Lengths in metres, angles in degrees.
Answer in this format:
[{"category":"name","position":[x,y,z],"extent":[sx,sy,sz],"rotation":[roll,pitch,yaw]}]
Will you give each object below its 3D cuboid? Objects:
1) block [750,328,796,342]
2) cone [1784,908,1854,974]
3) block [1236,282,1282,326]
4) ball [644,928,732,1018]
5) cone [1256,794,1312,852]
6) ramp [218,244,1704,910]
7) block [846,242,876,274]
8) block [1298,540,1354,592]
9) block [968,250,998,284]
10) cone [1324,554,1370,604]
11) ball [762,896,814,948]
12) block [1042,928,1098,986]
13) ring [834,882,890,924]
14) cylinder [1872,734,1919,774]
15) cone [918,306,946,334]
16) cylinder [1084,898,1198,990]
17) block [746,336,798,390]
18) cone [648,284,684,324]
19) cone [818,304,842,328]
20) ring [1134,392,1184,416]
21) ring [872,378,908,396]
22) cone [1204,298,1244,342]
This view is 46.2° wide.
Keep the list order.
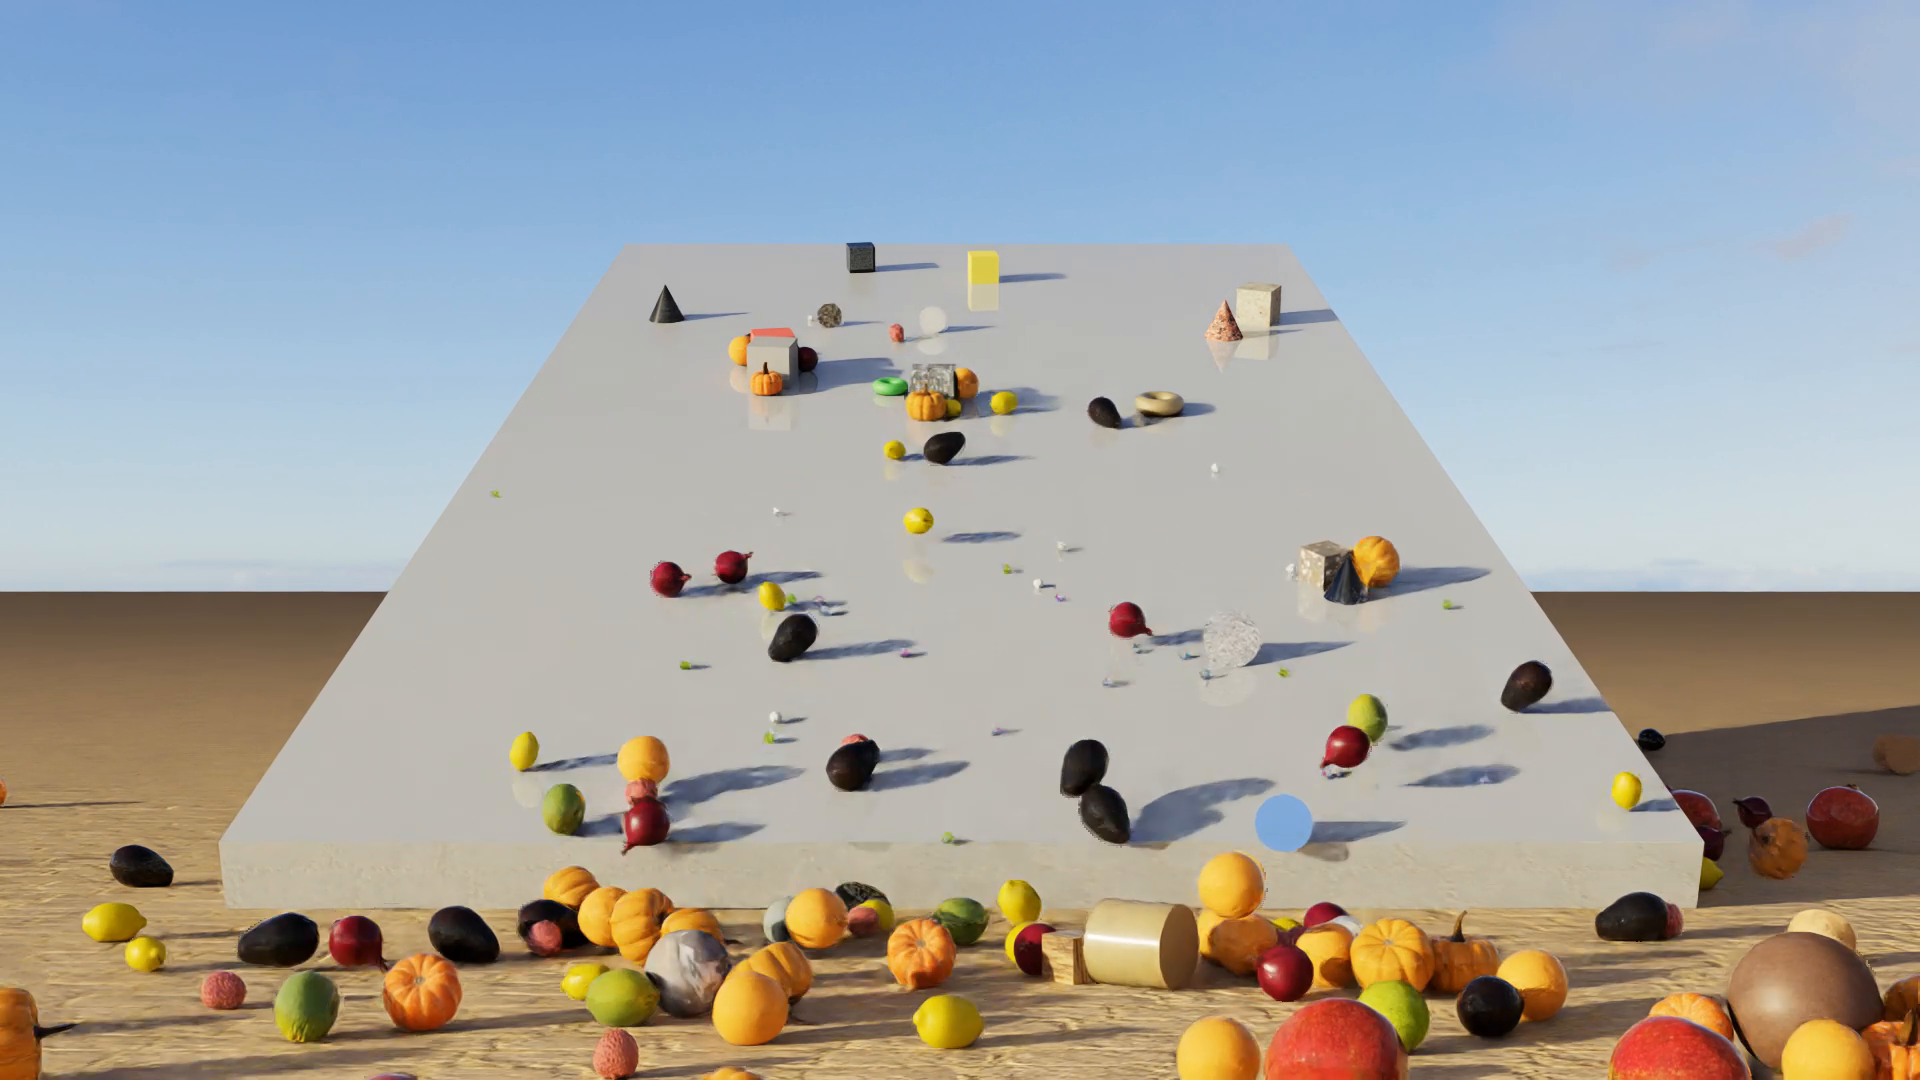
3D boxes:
[{"category":"block","position":[-0.445,-0.448,5.364],"extent":[0.094,0.094,0.094],"rotation":[-4,19,-12]},{"category":"cone","position":[0.978,0.475,2.574],"extent":[0.075,0.075,0.075],"rotation":[-1,31,27]},{"category":"block","position":[0.776,-0.613,5.854],"extent":[0.091,0.091,0.091],"rotation":[9,21,23]},{"category":"ball","position":[-0.278,0.442,2.300],"extent":[0.089,0.089,0.089],"rotation":[0,-1,0]},{"category":"cone","position":[0.435,0.382,3.048],"extent":[0.077,0.077,0.077],"rotation":[0,-5,3]},{"category":"ramp","position":[-0.004,-0.198,4.938],"extent":[2.000,0.100,4.000],"rotation":[0,19,0]},{"category":"block","position":[-0.284,-0.808,6.440],"extent":[0.073,0.073,0.073],"rotation":[-3,19,-10]},{"category":"block","position":[0.646,0.046,3.980],"extent":[0.065,0.065,0.065],"rotation":[-11,22,-30]},{"category":"block","position":[0.065,-0.764,6.309],"extent":[0.077,0.077,0.077],"rotation":[-2,19,-7]},{"category":"cone","position":[0.674,0.062,3.913],"extent":[0.080,0.080,0.080],"rotation":[0,19,0]},{"category":"ball","position":[-0.209,0.464,2.732],"extent":[0.062,0.062,0.062],"rotation":[0,-1,0]},{"category":"block","position":[0.127,0.465,2.513],"extent":[0.051,0.051,0.051],"rotation":[1,-1,-40]},{"category":"ring","position":[-0.127,0.475,2.946],"extent":[0.079,0.026,0.079],"rotation":[18,17,-6]},{"category":"cylinder","position":[2.202,0.501,5.284],"extent":[0.089,0.089,0.089],"rotation":[0,-1,3]},{"category":"cone","position":[-0.070,-0.556,5.774],"extent":[0.072,0.072,0.072],"rotation":[0,-8,-2]},{"category":"cylinder","position":[0.199,0.443,2.473],"extent":[0.093,0.093,0.093],"rotation":[-1,-1,33]},{"category":"block","position":[-0.437,-0.414,5.258],"extent":[0.100,0.100,0.100],"rotation":[3,19,7]},{"category":"cone","position":[-0.766,-0.621,5.866],"extent":[0.094,0.094,0.094],"rotation":[0,19,0]},{"category":"cone","position":[-0.344,-0.572,5.825],"extent":[0.065,0.065,0.065],"rotation":[0,-9,-18]},{"category":"ring","position":[0.446,-0.305,5.041],"extent":[0.114,0.038,0.114],"rotation":[0,18,0]},{"category":"ring","position":[-0.160,-0.355,5.198],"extent":[0.083,0.028,0.083],"rotation":[1,18,0]},{"category":"cone","position":[0.668,-0.562,5.692],"extent":[0.099,0.099,0.099],"rotation":[0,19,0]}]
